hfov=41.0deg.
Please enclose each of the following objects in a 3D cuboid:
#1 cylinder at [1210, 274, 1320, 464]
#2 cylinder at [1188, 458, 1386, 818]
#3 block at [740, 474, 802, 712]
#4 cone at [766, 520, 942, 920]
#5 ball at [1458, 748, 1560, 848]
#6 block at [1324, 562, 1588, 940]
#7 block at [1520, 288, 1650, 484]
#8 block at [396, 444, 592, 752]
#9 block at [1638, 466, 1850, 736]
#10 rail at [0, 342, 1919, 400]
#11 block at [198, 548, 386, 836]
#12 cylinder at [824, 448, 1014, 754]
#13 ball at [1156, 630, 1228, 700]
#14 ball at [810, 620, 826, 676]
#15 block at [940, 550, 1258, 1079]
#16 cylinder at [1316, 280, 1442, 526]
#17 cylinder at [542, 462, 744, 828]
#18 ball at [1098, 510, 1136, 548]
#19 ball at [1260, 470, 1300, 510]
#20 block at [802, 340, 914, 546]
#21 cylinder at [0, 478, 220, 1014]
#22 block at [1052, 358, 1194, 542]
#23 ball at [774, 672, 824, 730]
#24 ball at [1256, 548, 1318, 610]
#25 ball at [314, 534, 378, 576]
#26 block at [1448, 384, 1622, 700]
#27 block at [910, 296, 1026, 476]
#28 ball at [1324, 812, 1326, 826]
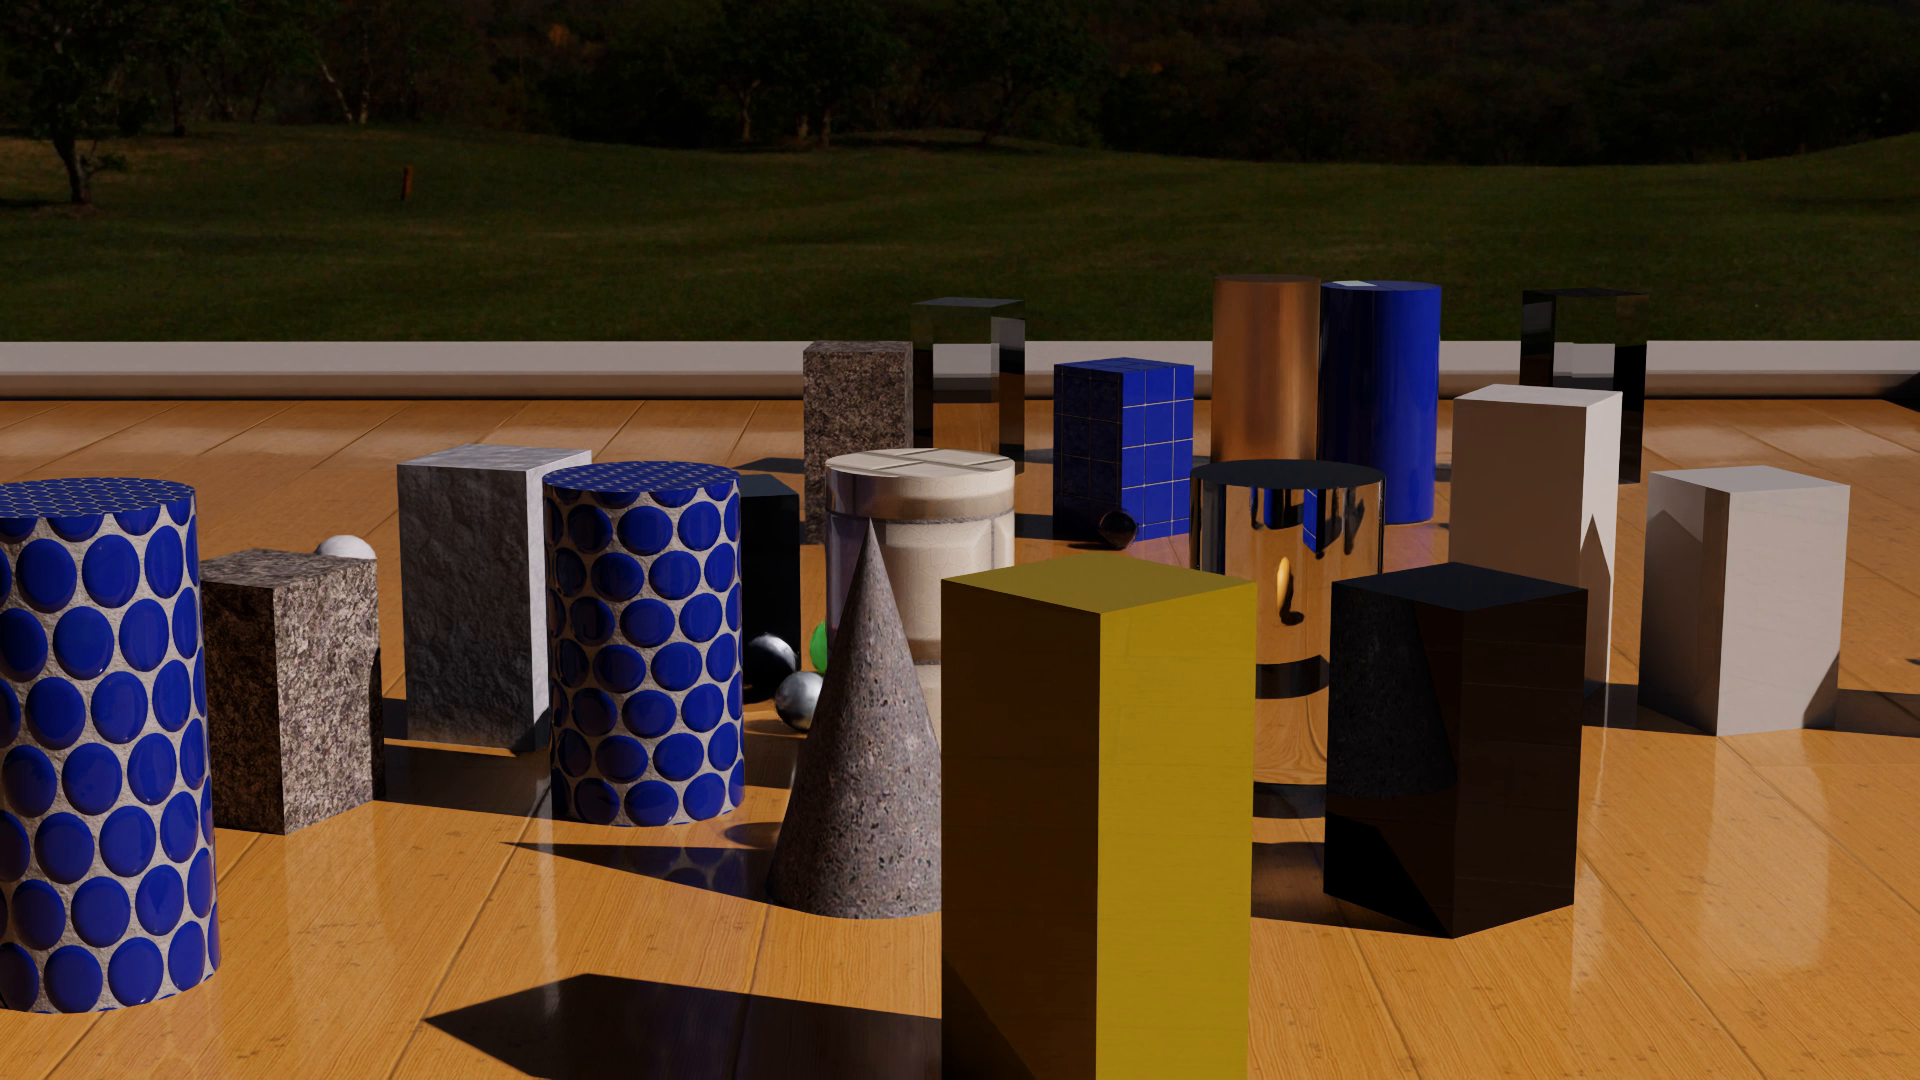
[{"bbox_3d":[0.554,-0.303,4.657,0.193,0.345,0.193,0,11,0],"label":"cylinder"},{"bbox_3d":[0.325,0.095,2.569,0.193,0.326,0.193,0,11,0],"label":"cylinder"},{"bbox_3d":[-0.277,0.061,2.963,0.154,0.248,0.154,-3,11,-16],"label":"block"},{"bbox_3d":[-0.079,0.144,2.275,0.193,0.336,0.193,0,11,0],"label":"cone"},{"bbox_3d":[0.515,0.243,2.408,0.094,0.094,0.094,0,11,0],"label":"ball"},{"bbox_3d":[0.431,0.178,2.241,0.154,0.282,0.154,-8,13,-36],"label":"block"},{"bbox_3d":[1.094,-0.270,4.518,0.154,0.331,0.154,-4,11,-22],"label":"block"},{"bbox_3d":[-0.505,0.059,2.816,0.154,0.305,0.154,3,11,18],"label":"block"},{"bbox_3d":[0.877,0.065,2.882,0.154,0.271,0.154,-4,11,-18],"label":"block"},{"bbox_3d":[-0.013,-0.368,5.604,4.350,0.125,0.045,0,11,0],"label":"rail"},{"bbox_3d":[-0.681,0.145,2.530,0.154,0.241,0.154,5,12,25],"label":"block"},{"bbox_3d":[-0.041,0.082,2.630,0.193,0.328,0.193,0,11,0],"label":"cylinder"},{"bbox_3d":[0.269,0.144,2.974,0.081,0.081,0.081,0,11,0],"label":"ball"},{"bbox_3d":[-0.138,0.130,3.048,0.082,0.082,0.082,0,11,0],"label":"ball"},{"bbox_3d":[0.096,0.212,1.800,0.154,0.376,0.154,-10,14,-42],"label":"block"},{"bbox_3d":[0.675,-0.224,4.151,0.193,0.375,0.193,0,11,0],"label":"cylinder"},{"bbox_3d":[-0.312,0.099,2.543,0.193,0.328,0.193,0,11,0],"label":"cylinder"},{"bbox_3d":[0.239,-0.016,3.894,0.059,0.059,0.059,0,11,0],"label":"ball"},{"bbox_3d":[0.529,-0.082,4.230,0.067,0.067,0.067,0,11,0],"label":"ball"},{"bbox_3d":[-0.155,-0.152,3.973,0.154,0.298,0.154,1,11,4],"label":"block"},{"bbox_3d":[-0.701,0.158,2.050,0.193,0.391,0.193,0,11,0],"label":"cylinder"},{"bbox_3d":[0.255,-0.143,4.017,0.154,0.264,0.154,-9,14,-40],"label":"block"},{"bbox_3d":[-0.172,0.178,2.836,0.065,0.065,0.065,0,11,0],"label":"ball"},{"bbox_3d":[0.441,0.053,3.458,0.083,0.083,0.083,0,11,0],"label":"ball"},{"bbox_3d":[-0.844,0.038,3.518,0.091,0.091,0.091,0,11,0],"label":"ball"},{"bbox_3d":[0.671,0.003,3.006,0.154,0.347,0.154,6,12,28],"label":"block"},{"bbox_3d":[0.014,-0.268,4.561,0.154,0.311,0.154,5,11,24],"label":"block"},{"bbox_3d":[0.375,0.259,2.373,0.075,0.075,0.075,0,11,0],"label":"ball"}]
